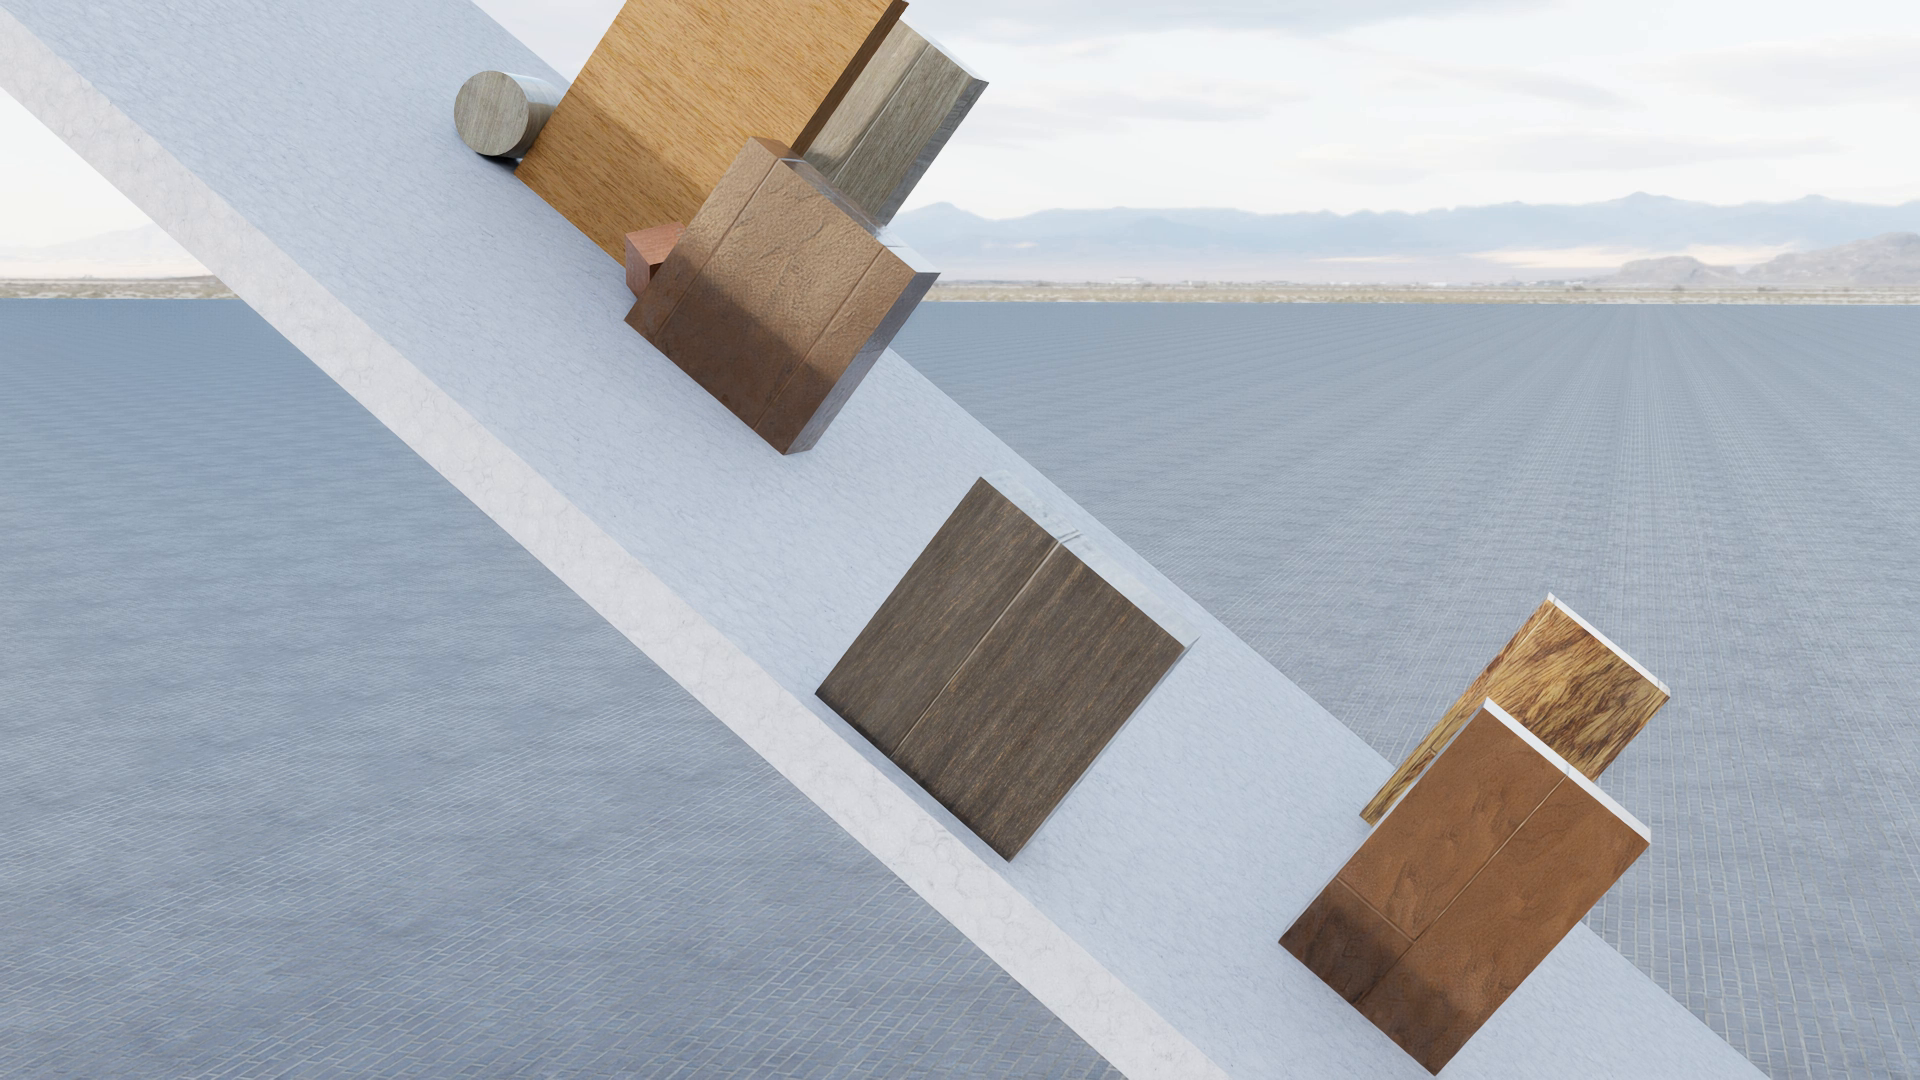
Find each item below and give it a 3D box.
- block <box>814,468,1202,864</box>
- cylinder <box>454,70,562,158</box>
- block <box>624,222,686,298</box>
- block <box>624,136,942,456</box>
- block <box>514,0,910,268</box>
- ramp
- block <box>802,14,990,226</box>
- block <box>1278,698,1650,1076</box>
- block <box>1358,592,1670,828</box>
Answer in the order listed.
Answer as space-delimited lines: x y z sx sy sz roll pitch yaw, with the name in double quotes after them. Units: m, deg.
0.066 0.175 3.106 0.366 0.403 0.121 40 16 9 "block"
-0.884 -0.836 4.333 0.162 0.162 0.162 2 7 17 "cylinder"
-0.555 -0.512 4.140 0.113 0.113 0.113 -17 46 -25 "block"
-0.322 -0.440 3.976 0.391 0.412 0.142 40 16 9 "block"
-0.486 -0.864 4.225 0.436 0.730 0.088 40 16 9 "block"
-0.034 0.088 4.055 4.000 0.100 2.000 40 16 9 "ramp"
-0.305 -0.872 4.799 0.435 0.641 0.122 40 16 9 "block"
0.783 0.542 3.437 0.317 0.503 0.086 40 16 9 "block"
1.082 0.417 4.308 0.292 0.569 0.096 40 16 9 "block"
